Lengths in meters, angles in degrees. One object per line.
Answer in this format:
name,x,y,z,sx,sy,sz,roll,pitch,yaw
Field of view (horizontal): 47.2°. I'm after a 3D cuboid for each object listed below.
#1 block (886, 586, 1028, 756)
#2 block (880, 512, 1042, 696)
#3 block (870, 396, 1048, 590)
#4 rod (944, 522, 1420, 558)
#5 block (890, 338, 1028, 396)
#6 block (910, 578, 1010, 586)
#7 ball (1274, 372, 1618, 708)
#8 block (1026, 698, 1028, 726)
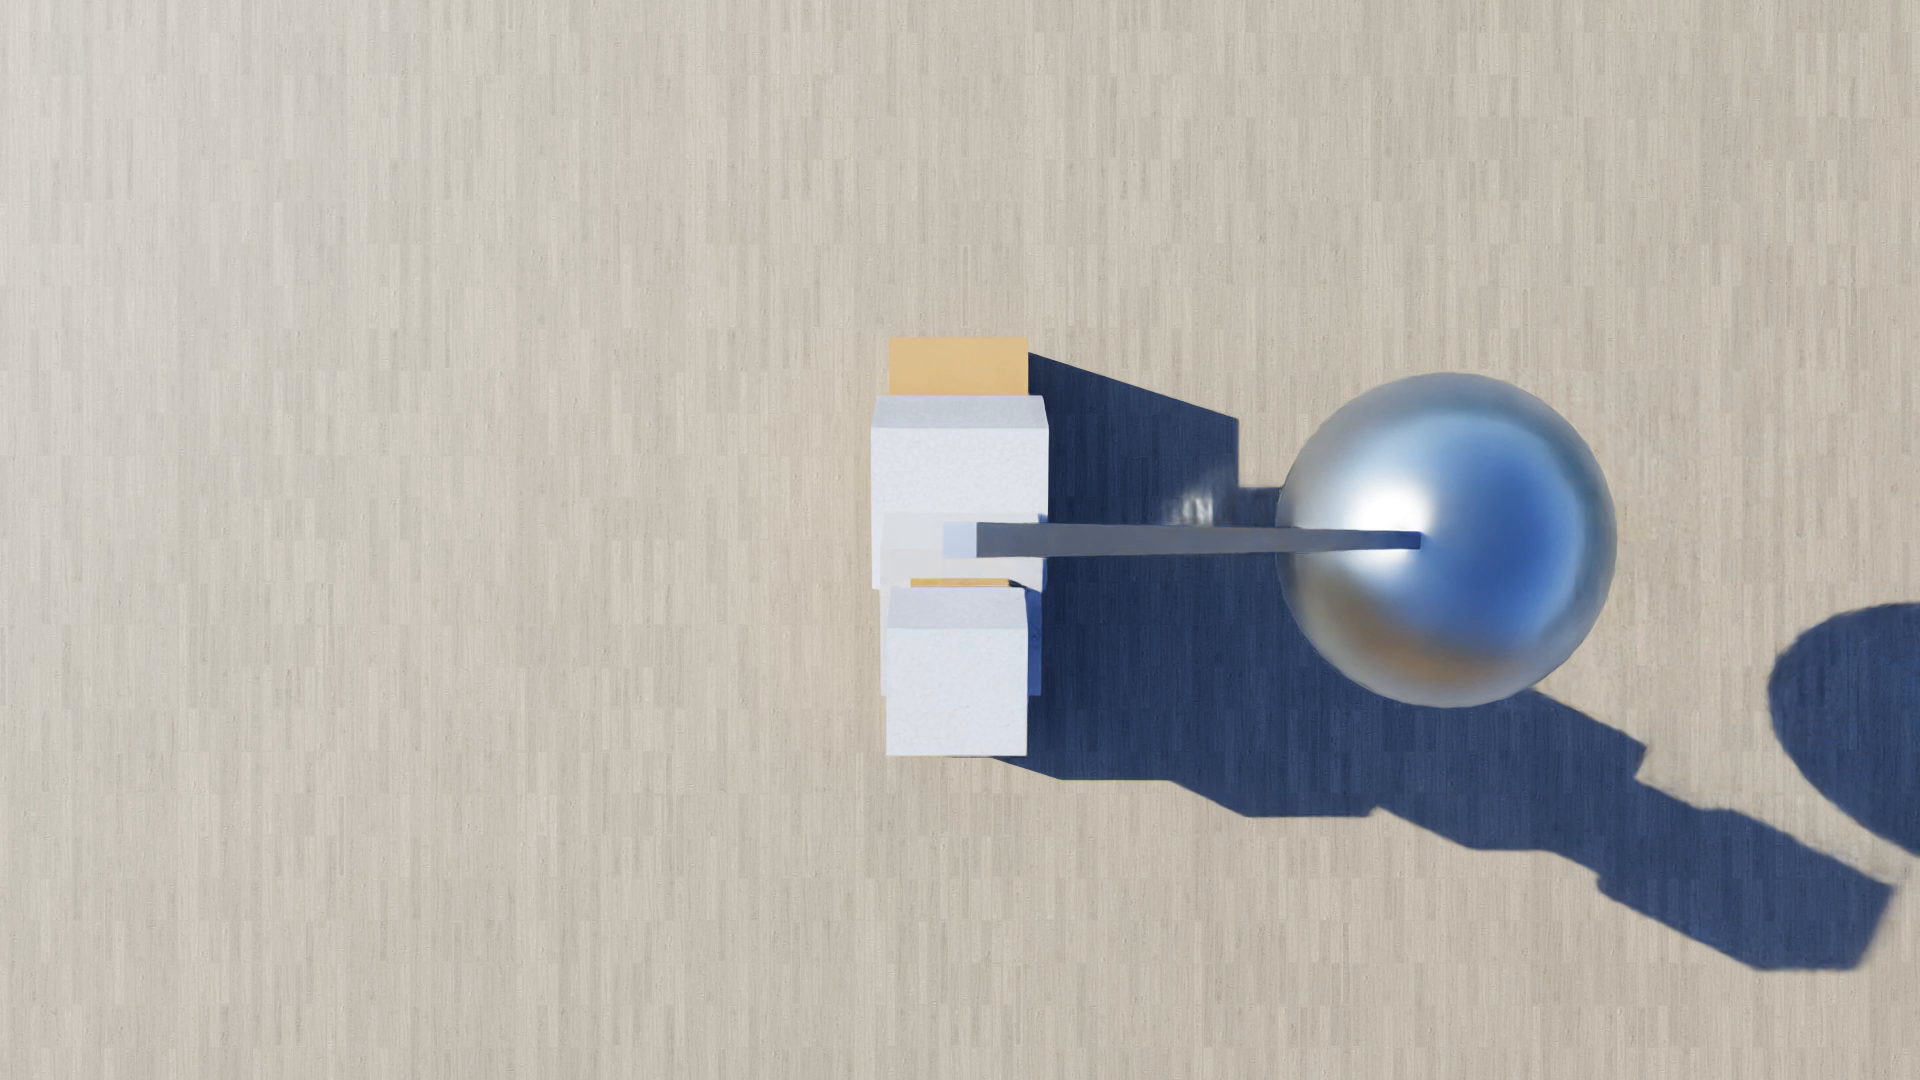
block,-0.014,0.586,9.971,0.617,0.655,0.588,0,105,0
block,0.005,0.310,11.050,0.783,0.730,0.747,0,105,0
block,-0.002,-0.268,11.719,0.905,0.862,0.853,0,105,0
rod,0.994,0.000,7.304,0.080,5.200,0.080,0,90,22
block,-0.007,-0.684,12.586,0.768,0.829,0.876,0,90,0
block,-0.002,0.452,10.492,0.472,0.421,0.442,0,105,0
ball,2.295,0.000,10.446,1.600,1.600,1.600,0,90,0
block,-0.010,0.526,11.914,0.733,0.737,0.758,0,105,0
